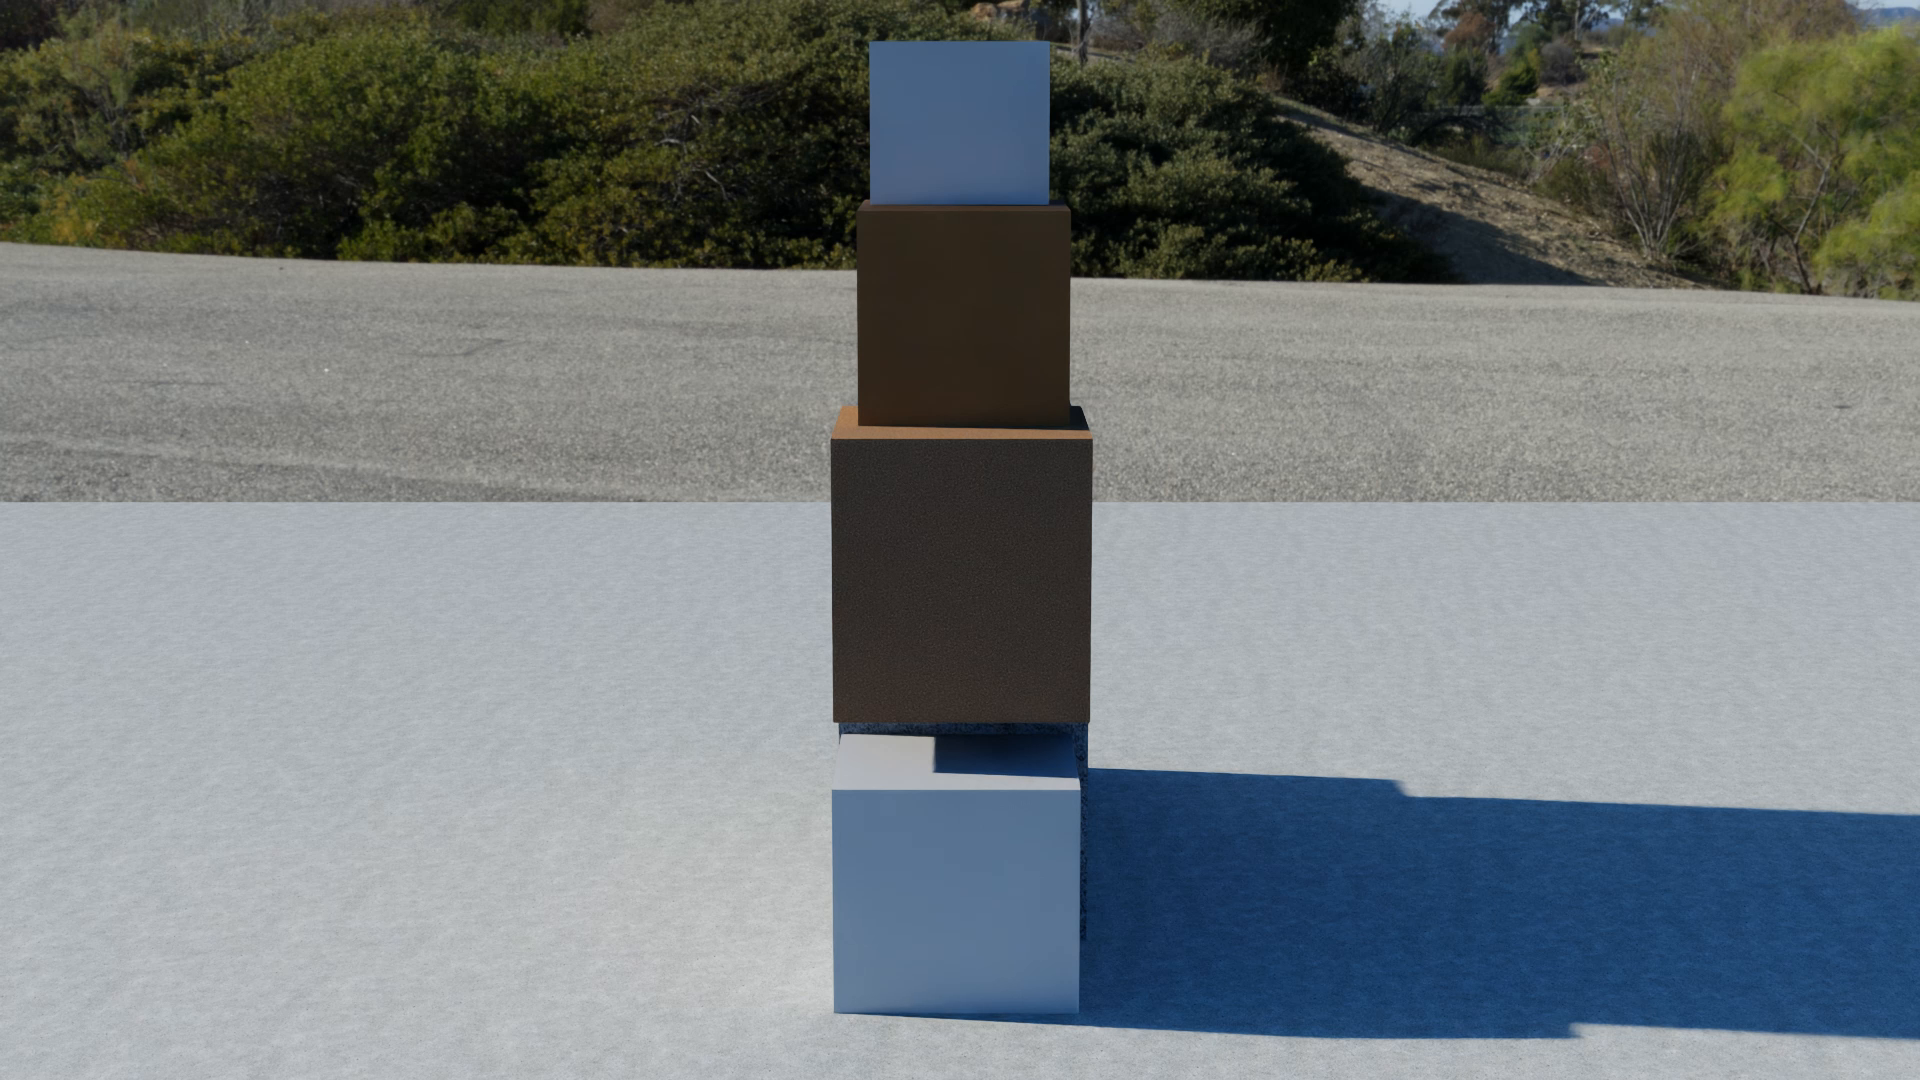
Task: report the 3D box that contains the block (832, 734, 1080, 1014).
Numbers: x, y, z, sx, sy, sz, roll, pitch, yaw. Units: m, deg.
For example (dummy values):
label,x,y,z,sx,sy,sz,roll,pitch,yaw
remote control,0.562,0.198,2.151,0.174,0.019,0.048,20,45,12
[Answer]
label,x,y,z,sx,sy,sz,roll,pitch,yaw
block,-0.014,1.288,10.036,0.928,0.876,0.816,0,10,0

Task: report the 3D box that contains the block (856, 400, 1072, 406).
label,x,y,z,sx,sy,sz,roll,pitch,yaw
block,0.015,-0.150,12.102,0.968,1.105,1.082,0,10,0

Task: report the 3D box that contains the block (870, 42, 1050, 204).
label,x,y,z,sx,sy,sz,roll,pitch,yaw
block,-0.001,-1.724,10.573,0.715,0.643,0.744,0,10,0

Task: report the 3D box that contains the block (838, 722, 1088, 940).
label,x,y,z,sx,sy,sz,roll,pitch,yaw
block,0.014,1.031,10.939,1.008,1.058,1.034,0,10,0

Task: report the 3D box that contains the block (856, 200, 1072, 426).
label,x,y,z,sx,sy,sz,roll,pitch,yaw
block,0.014,-0.930,10.320,0.821,0.830,0.887,0,10,0

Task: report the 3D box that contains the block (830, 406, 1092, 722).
label,x,y,z,sx,sy,sz,roll,pitch,yaw
block,0.006,0.073,10.187,0.983,1.096,0.969,0,10,0
